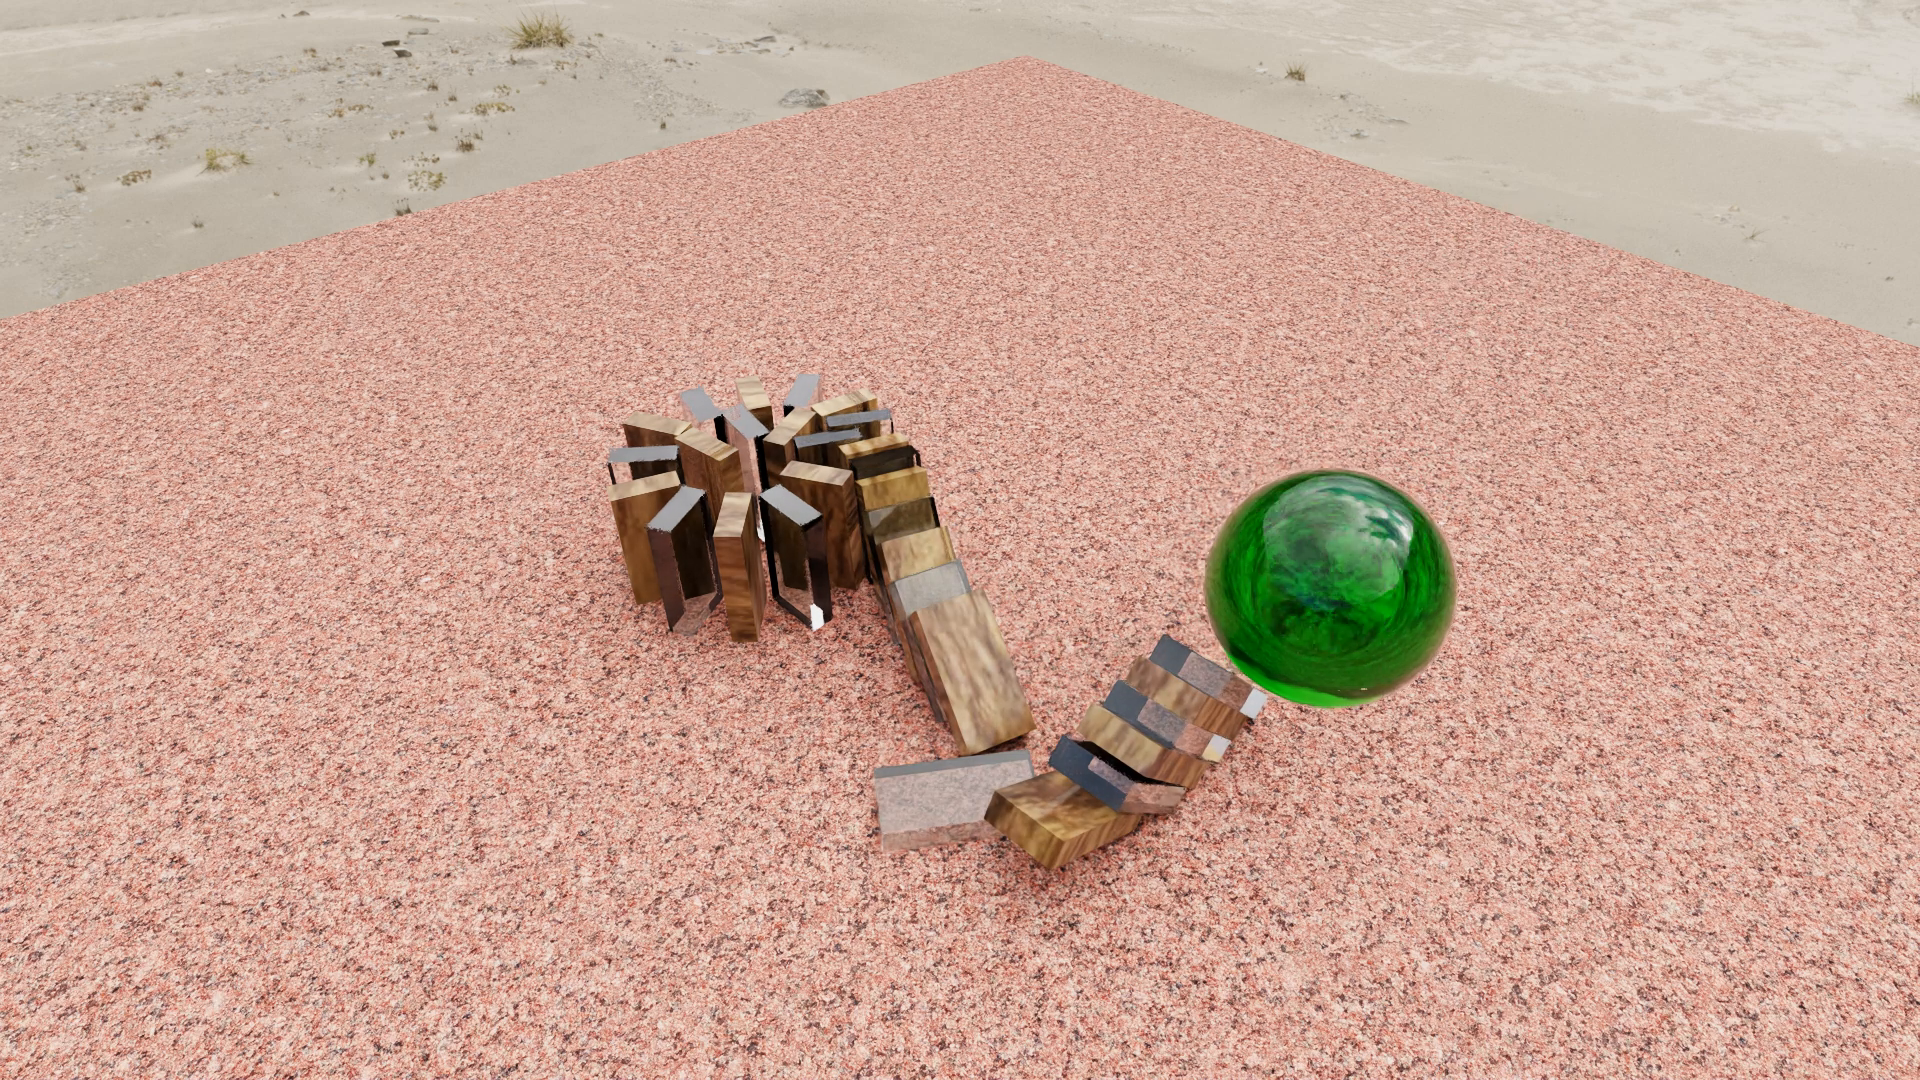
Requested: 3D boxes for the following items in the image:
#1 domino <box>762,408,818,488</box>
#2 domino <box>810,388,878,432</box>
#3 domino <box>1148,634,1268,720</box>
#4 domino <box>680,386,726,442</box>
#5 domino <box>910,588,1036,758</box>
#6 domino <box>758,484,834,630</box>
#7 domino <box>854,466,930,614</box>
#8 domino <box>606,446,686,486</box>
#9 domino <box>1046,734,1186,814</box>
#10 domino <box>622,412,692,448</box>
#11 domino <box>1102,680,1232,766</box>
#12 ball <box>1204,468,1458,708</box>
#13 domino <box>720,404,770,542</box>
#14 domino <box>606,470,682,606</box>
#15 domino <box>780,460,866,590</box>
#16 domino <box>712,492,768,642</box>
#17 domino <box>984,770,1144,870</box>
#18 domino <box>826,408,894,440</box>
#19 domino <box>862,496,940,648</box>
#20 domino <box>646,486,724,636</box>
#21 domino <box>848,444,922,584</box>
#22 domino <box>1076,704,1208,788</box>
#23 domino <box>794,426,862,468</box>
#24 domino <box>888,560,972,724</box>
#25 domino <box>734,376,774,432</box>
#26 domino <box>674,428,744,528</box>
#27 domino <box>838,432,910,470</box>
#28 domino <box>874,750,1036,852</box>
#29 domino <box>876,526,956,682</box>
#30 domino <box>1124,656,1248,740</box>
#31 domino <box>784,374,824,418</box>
[{"bbox_3d":[-0.066,-0.025,0.442,0.009,0.050,0.025,15,42,18],"label":"domino"},{"bbox_3d":[-0.046,-0.036,0.455,0.025,0.050,0.009,-23,43,-25],"label":"domino"},{"bbox_3d":[0.082,0.045,0.361,0.025,0.050,0.009,31,91,32],"label":"domino"},{"bbox_3d":[-0.103,-0.035,0.454,0.009,0.050,0.025,-20,43,-22],"label":"domino"},{"bbox_3d":[0.004,0.044,0.366,0.025,0.010,0.050,-18,82,-21],"label":"domino"},{"bbox_3d":[-0.060,0.007,0.403,0.010,0.050,0.025,-32,49,-33],"label":"domino"},{"bbox_3d":[-0.022,0.000,0.412,0.025,0.050,0.009,-15,19,-17],"label":"domino"},{"bbox_3d":[-0.119,-0.013,0.427,0.025,0.050,0.009,-3,39,-4],"label":"domino"},{"bbox_3d":[0.048,0.071,0.331,0.025,0.050,0.010,31,93,31],"label":"domino"},{"bbox_3d":[-0.118,-0.026,0.443,0.025,0.050,0.010,13,41,15],"label":"domino"},{"bbox_3d":[0.066,0.058,0.346,0.025,0.050,0.010,31,91,32],"label":"domino"},{"bbox_3d":[0.123,0.016,0.369,0.080,0.080,0.080,0,39,0],"label":"ball"},{"bbox_3d":[-0.084,-0.027,0.444,0.010,0.050,0.025,-24,45,-27],"label":"domino"},{"bbox_3d":[-0.114,0.000,0.412,0.025,0.050,0.009,-15,42,-18],"label":"domino"},{"bbox_3d":[-0.051,-0.005,0.417,0.025,0.050,0.009,10,40,16],"label":"domino"},{"bbox_3d":[-0.079,0.010,0.399,0.009,0.050,0.025,0,39,0],"label":"domino"},{"bbox_3d":[0.032,0.080,0.326,0.025,0.010,0.050,31,18,32],"label":"domino"},{"bbox_3d":[-0.039,-0.027,0.443,0.025,0.050,0.009,-8,32,-10],"label":"domino"},{"bbox_3d":[-0.017,0.011,0.400,0.025,0.050,0.010,-15,7,-17],"label":"domino"},{"bbox_3d":[-0.099,0.008,0.401,0.009,0.050,0.025,13,41,15],"label":"domino"},{"bbox_3d":[-0.026,-0.009,0.422,0.025,0.050,0.009,-15,31,-17],"label":"domino"},{"bbox_3d":[0.057,0.064,0.339,0.025,0.050,0.009,31,91,32],"label":"domino"},{"bbox_3d":[-0.050,-0.018,0.433,0.025,0.050,0.009,-12,33,-14],"label":"domino"},{"bbox_3d":[-0.004,0.034,0.377,0.025,0.009,0.050,-18,84,-21],"label":"domino"},{"bbox_3d":[-0.084,-0.041,0.461,0.009,0.050,0.025,-14,41,-16],"label":"domino"},{"bbox_3d":[-0.096,-0.017,0.432,0.025,0.050,0.010,26,46,28],"label":"domino"},{"bbox_3d":[-0.031,-0.015,0.429,0.025,0.050,0.009,-15,31,-17],"label":"domino"},{"bbox_3d":[-0.001,0.081,0.344,0.050,0.010,0.025,-6,40,-7],"label":"domino"},{"bbox_3d":[-0.011,0.022,0.389,0.025,0.050,0.010,-15,-1,-18],"label":"domino"},{"bbox_3d":[0.074,0.051,0.354,0.025,0.050,0.009,31,91,32],"label":"domino"},{"bbox_3d":[-0.064,-0.042,0.462,0.010,0.050,0.025,5,40,6],"label":"domino"}]
